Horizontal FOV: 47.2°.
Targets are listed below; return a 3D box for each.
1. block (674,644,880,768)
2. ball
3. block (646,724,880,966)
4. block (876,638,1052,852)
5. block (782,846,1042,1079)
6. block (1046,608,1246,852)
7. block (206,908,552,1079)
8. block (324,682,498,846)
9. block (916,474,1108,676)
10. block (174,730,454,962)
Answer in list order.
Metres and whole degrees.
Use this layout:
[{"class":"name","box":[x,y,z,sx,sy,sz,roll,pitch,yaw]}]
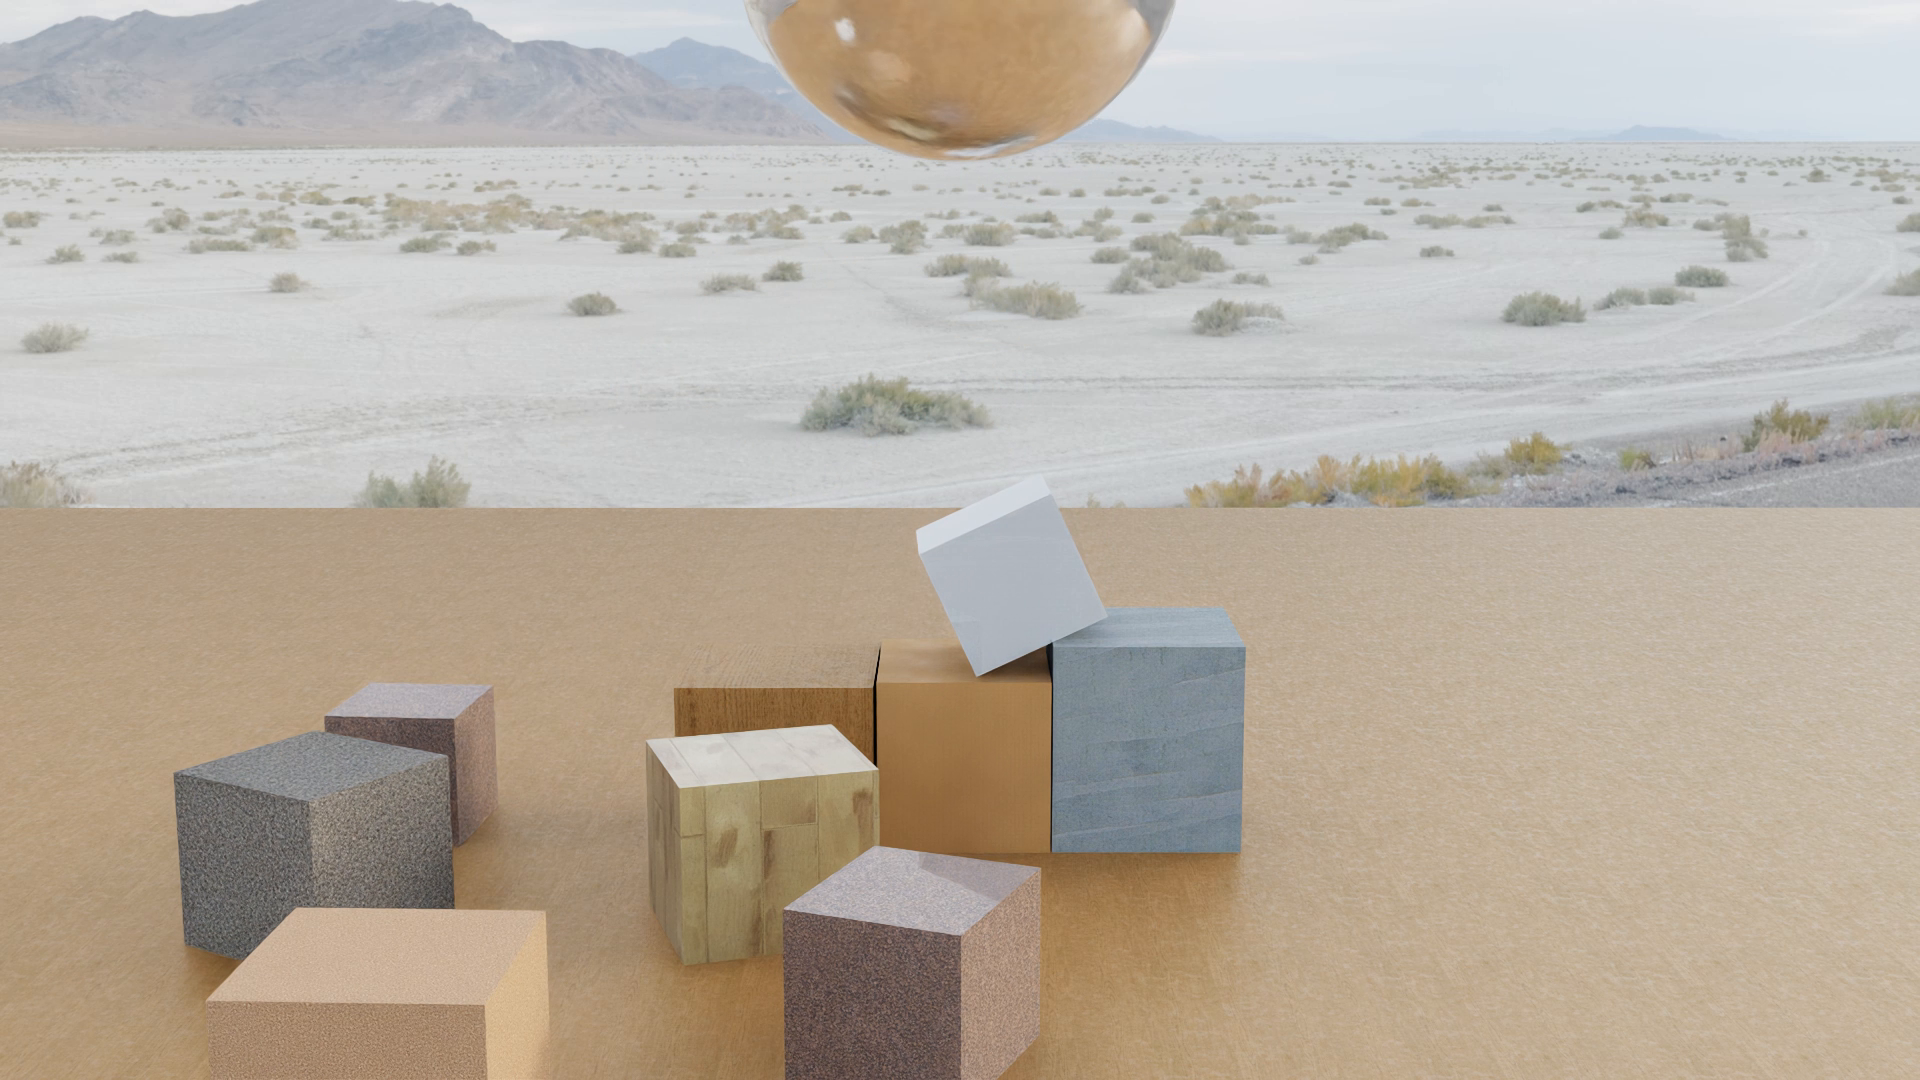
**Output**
[{"class":"block","box":[-0.916,1.060,11.356,0.980,0.852,0.959,0,10,0]},{"class":"ball","box":[0.000,-2.118,7.609,1.600,1.600,1.600,0,10,0]},{"class":"block","box":[-0.898,1.351,9.917,0.882,0.794,0.801,-3,11,-18]},{"class":"block","box":[0.018,1.046,11.375,0.862,0.873,0.966,0,10,0]},{"class":"block","box":[-0.170,1.668,8.448,0.718,0.695,0.811,4,11,22]},{"class":"block","box":[0.931,0.959,11.347,0.944,1.053,0.935,0,10,0]},{"class":"block","box":[-1.892,1.787,7.312,0.877,0.868,0.846,0,10,2]},{"class":"block","box":[-2.824,1.151,11.373,0.664,0.666,0.689,1,10,4]},{"class":"block","box":[0.251,0.164,11.197,0.718,0.681,0.725,-25,10,2]},{"class":"block","box":[-2.856,1.377,9.771,0.838,0.794,0.812,6,12,30]}]
